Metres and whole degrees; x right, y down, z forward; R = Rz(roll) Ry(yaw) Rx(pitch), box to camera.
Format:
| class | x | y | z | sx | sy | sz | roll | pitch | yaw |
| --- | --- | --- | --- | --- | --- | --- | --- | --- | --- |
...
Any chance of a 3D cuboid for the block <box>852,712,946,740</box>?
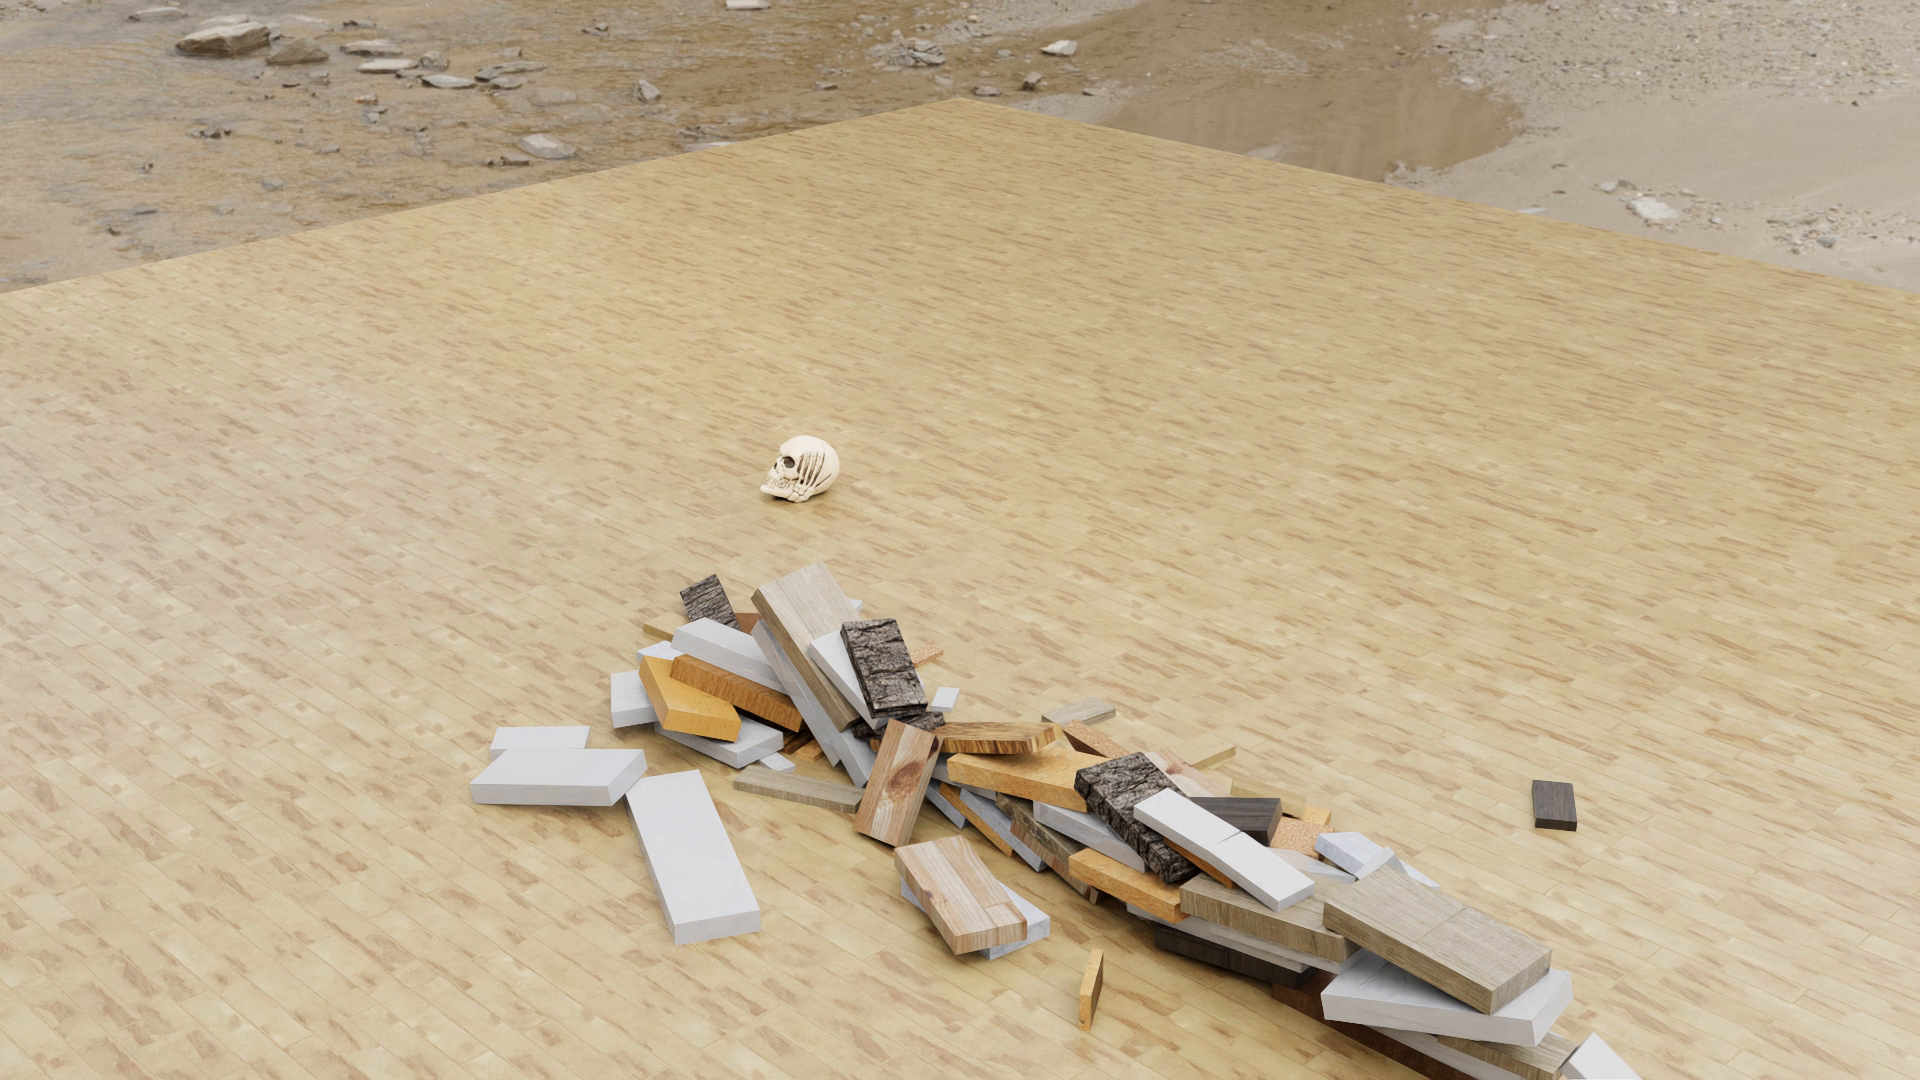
| class | x | y | z | sx | sy | sz | roll | pitch | yaw |
| --- | --- | --- | --- | --- | --- | --- | --- | --- | --- |
| block | -0.127 | 0.379 | 4.496 | 0.096 | 0.027 | 0.192 | -23 | 12 | -37 |

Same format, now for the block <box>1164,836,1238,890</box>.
| class | x | y | z | sx | sy | sz | roll | pitch | yaw |
| --- | --- | --- | --- | --- | --- | --- | --- | --- | --- |
| block | 0.452 | 0.551 | 3.897 | 0.088 | 0.025 | 0.176 | -19 | 34 | -33 |

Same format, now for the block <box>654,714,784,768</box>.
| class | x | y | z | sx | sy | sz | roll | pitch | yaw |
| --- | --- | --- | --- | --- | --- | --- | --- | --- | --- |
| block | -0.520 | 0.412 | 4.723 | 0.279 | 0.036 | 0.127 | 17 | 28 | 41 |

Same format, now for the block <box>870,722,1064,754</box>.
| class | x | y | z | sx | sy | sz | roll | pitch | yaw |
| --- | --- | --- | --- | --- | --- | --- | --- | --- | --- |
| block | 0.007 | 0.392 | 4.371 | 0.096 | 0.027 | 0.469 | -24 | 12 | -40 |

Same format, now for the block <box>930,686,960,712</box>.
| class | x | y | z | sx | sy | sz | roll | pitch | yaw |
| --- | --- | --- | --- | --- | --- | --- | --- | --- | --- |
| block | -0.033 | 0.356 | 4.905 | 0.047 | 0.013 | 0.094 | 4 | 23 | 10 |

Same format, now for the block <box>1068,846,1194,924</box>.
| class | x | y | z | sx | sy | sz | roll | pitch | yaw |
| --- | --- | --- | --- | --- | --- | --- | --- | --- | --- |
| block | 0.341 | 0.615 | 4.020 | 0.135 | 0.038 | 0.269 | -20 | 25 | -37 |

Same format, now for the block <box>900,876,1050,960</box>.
| class | x | y | z | sx | sy | sz | roll | pitch | yaw |
| --- | --- | --- | --- | --- | --- | --- | --- | --- | --- |
| block | 0.027 | 0.682 | 4.103 | 0.139 | 0.039 | 0.277 | -16 | 28 | -33 |

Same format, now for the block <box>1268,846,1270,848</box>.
| class | x | y | z | sx | sy | sz | roll | pitch | yaw |
| --- | --- | --- | --- | --- | --- | --- | --- | --- | --- |
| block | 0.467 | 0.583 | 4.277 | 0.242 | 0.034 | 0.121 | -14 | 35 | -12 |

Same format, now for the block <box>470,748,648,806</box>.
| class | x | y | z | sx | sy | sz | roll | pitch | yaw |
| --- | --- | --- | --- | --- | --- | --- | --- | --- | --- |
| block | -0.821 | 0.483 | 4.499 | 0.320 | 0.045 | 0.160 | -2 | 21 | 20 |

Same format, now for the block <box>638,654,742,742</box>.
| class | x | y | z | sx | sy | sz | roll | pitch | yaw |
| --- | --- | --- | --- | --- | --- | --- | --- | --- | --- |
| block | -0.584 | 0.338 | 4.731 | 0.160 | 0.045 | 0.319 | 13 | 13 | -21 |

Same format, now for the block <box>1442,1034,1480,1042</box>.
| class | x | y | z | sx | sy | sz | roll | pitch | yaw |
| --- | --- | --- | --- | --- | --- | --- | --- | --- | --- |
| block | 0.787 | 0.775 | 3.626 | 0.198 | 0.028 | 0.099 | 1 | 18 | 40 |

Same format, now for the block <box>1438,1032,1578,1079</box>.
| class | x | y | z | sx | sy | sz | roll | pitch | yaw |
| --- | --- | --- | --- | --- | --- | --- | --- | --- | --- |
| block | 0.892 | 0.820 | 3.582 | 0.198 | 0.028 | 0.099 | 17 | 28 | 34 |

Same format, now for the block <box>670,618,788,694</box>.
| class | x | y | z | sx | sy | sz | roll | pitch | yaw |
| --- | --- | --- | --- | --- | --- | --- | --- | --- | --- |
| block | -0.456 | 0.259 | 4.827 | 0.320 | 0.045 | 0.160 | 21 | 12 | 13 |

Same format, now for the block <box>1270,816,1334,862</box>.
| class | x | y | z | sx | sy | sz | roll | pitch | yaw |
| --- | --- | --- | --- | --- | --- | --- | --- | --- | --- |
| block | 0.560 | 0.578 | 4.355 | 0.337 | 0.034 | 0.121 | 10 | 25 | 22 |

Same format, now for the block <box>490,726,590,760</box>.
| class | x | y | z | sx | sy | sz | roll | pitch | yaw |
| --- | --- | --- | --- | --- | --- | --- | --- | --- | --- |
| block | -0.896 | 0.435 | 4.701 | 0.198 | 0.028 | 0.099 | -1 | 23 | -1 |

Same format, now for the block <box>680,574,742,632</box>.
| class | x | y | z | sx | sy | sz | roll | pitch | yaw |
| --- | --- | --- | --- | --- | --- | --- | --- | --- | --- |
| block | -0.577 | 0.189 | 5.163 | 0.099 | 0.028 | 0.430 | -28 | 25 | -5 |

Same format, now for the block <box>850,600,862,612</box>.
| class | x | y | z | sx | sy | sz | roll | pitch | yaw |
| --- | --- | --- | --- | --- | --- | --- | --- | --- | --- |
| block | -0.294 | 0.180 | 5.310 | 0.072 | 0.020 | 0.144 | 7 | 24 | 16 |

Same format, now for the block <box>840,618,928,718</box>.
| class | x | y | z | sx | sy | sz | roll | pitch | yaw |
| --- | --- | --- | --- | --- | --- | --- | --- | --- | --- |
| block | -0.157 | 0.262 | 4.510 | 0.116 | 0.033 | 0.231 | -4 | 48 | -23 |

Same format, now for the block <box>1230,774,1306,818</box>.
| class | x | y | z | sx | sy | sz | roll | pitch | yaw |
| --- | --- | --- | --- | --- | --- | --- | --- | --- | --- |
| block | 0.618 | 0.513 | 4.410 | 0.150 | 0.021 | 0.075 | 17 | 14 | 6 |

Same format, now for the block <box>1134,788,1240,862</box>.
| class | x | y | z | sx | sy | sz | roll | pitch | yaw |
| --- | --- | --- | --- | --- | --- | --- | --- | --- | --- |
| block | 0.404 | 0.507 | 3.926 | 0.088 | 0.025 | 0.176 | -22 | 35 | -37 |

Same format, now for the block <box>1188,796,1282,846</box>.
| class | x | y | z | sx | sy | sz | roll | pitch | yaw |
| --- | --- | --- | --- | --- | --- | --- | --- | --- | --- |
| block | 0.486 | 0.541 | 4.237 | 0.247 | 0.035 | 0.123 | -2 | 23 | 22 |

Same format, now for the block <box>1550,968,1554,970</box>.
| class | x | y | z | sx | sy | sz | roll | pitch | yaw |
| --- | --- | --- | --- | --- | --- | --- | --- | --- | --- |
| block | 0.952 | 0.762 | 3.925 | 0.112 | 0.032 | 0.223 | -18 | 29 | -36 |

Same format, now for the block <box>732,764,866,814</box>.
| class | x | y | z | sx | sy | sz | roll | pitch | yaw |
| --- | --- | --- | --- | --- | --- | --- | --- | --- | --- |
| block | -0.327 | 0.513 | 4.525 | 0.277 | 0.020 | 0.072 | 9 | 25 | 20 |

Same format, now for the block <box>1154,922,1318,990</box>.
| class | x | y | z | sx | sy | sz | roll | pitch | yaw |
| --- | --- | --- | --- | --- | --- | --- | --- | --- | --- |
| block | 0.509 | 0.715 | 3.939 | 0.290 | 0.041 | 0.145 | 11 | 25 | 37 |

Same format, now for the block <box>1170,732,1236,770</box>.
| class | x | y | z | sx | sy | sz | roll | pitch | yaw |
| --- | --- | --- | --- | --- | --- | --- | --- | --- | --- |
| block | 0.499 | 0.455 | 4.658 | 0.159 | 0.023 | 0.080 | -18 | 29 | -36 |

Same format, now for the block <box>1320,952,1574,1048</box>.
| class | x | y | z | sx | sy | sz | roll | pitch | yaw |
| --- | --- | --- | --- | --- | --- | --- | --- | --- | --- |
| block | 0.793 | 0.744 | 3.590 | 0.365 | 0.047 | 0.166 | -1 | 18 | 37 |

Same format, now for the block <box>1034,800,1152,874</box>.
| class | x | y | z | sx | sy | sz | roll | pitch | yaw |
| --- | --- | --- | --- | --- | --- | --- | --- | --- | --- |
| block | 0.294 | 0.531 | 4.134 | 0.149 | 0.042 | 0.299 | -19 | 26 | -37 |

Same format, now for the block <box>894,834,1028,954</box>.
| class | x | y | z | sx | sy | sz | roll | pitch | yaw |
| --- | --- | --- | --- | --- | --- | --- | --- | --- | --- |
| block | -0.002 | 0.653 | 4.071 | 0.139 | 0.039 | 0.322 | -9 | 24 | -19 |

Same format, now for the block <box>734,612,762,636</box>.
| class | x | y | z | sx | sy | sz | roll | pitch | yaw |
| --- | --- | --- | --- | --- | --- | --- | --- | --- | --- |
| block | -0.469 | 0.233 | 5.127 | 0.127 | 0.036 | 0.255 | 1 | 19 | -18 |

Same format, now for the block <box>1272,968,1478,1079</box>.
| class | x | y | z | sx | sy | sz | roll | pitch | yaw |
| --- | --- | --- | --- | --- | --- | --- | --- | --- | --- |
| block | 0.759 | 0.828 | 3.757 | 0.453 | 0.041 | 0.145 | 21 | 31 | 41 |

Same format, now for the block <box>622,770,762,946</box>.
| class | x | y | z | sx | sy | sz | roll | pitch | yaw |
| --- | --- | --- | --- | --- | --- | --- | --- | --- | --- |
| block | -0.529 | 0.607 | 4.273 | 0.160 | 0.045 | 0.558 | -7 | 24 | -17 |

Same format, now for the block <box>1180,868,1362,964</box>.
| class | x | y | z | sx | sy | sz | roll | pitch | yaw |
| --- | --- | --- | --- | --- | --- | --- | --- | --- | --- |
| block | 0.563 | 0.629 | 3.798 | 0.331 | 0.047 | 0.166 | 12 | 26 | 41 |

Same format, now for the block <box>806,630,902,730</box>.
| class | x | y | z | sx | sy | sz | roll | pitch | yaw |
| --- | --- | --- | --- | --- | --- | --- | --- | --- | --- |
| block | -0.199 | 0.280 | 4.525 | 0.116 | 0.033 | 0.231 | -23 | 58 | -37 |

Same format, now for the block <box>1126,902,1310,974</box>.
| class | x | y | z | sx | sy | sz | roll | pitch | yaw |
| --- | --- | --- | --- | --- | --- | --- | --- | --- | --- |
| block | 0.489 | 0.674 | 3.940 | 0.375 | 0.038 | 0.135 | 13 | 26 | 40 |

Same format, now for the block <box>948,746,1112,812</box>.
| class | x | y | z | sx | sy | sz | roll | pitch | yaw |
| --- | --- | --- | --- | --- | --- | --- | --- | --- | --- |
| block | 0.150 | 0.448 | 4.260 | 0.322 | 0.042 | 0.149 | 9 | 23 | 35 |

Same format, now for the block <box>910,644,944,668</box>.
| class | x | y | z | sx | sy | sz | roll | pitch | yaw |
| --- | --- | --- | --- | --- | --- | --- | --- | --- | --- |
| block | -0.088 | 0.269 | 5.109 | 0.047 | 0.013 | 0.095 | 19 | 30 | 38 |

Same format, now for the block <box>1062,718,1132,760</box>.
| class | x | y | z | sx | sy | sz | roll | pitch | yaw |
| --- | --- | --- | --- | --- | --- | --- | --- | --- | --- |
| block | 0.300 | 0.444 | 4.367 | 0.035 | 0.123 | 0.247 | -38 | 25 | -13 |

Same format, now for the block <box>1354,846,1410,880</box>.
| class | x | y | z | sx | sy | sz | roll | pitch | yaw |
| --- | --- | --- | --- | --- | --- | --- | --- | --- | --- |
| block | 0.777 | 0.639 | 3.877 | 0.075 | 0.316 | 0.021 | -40 | 47 | -2 |
